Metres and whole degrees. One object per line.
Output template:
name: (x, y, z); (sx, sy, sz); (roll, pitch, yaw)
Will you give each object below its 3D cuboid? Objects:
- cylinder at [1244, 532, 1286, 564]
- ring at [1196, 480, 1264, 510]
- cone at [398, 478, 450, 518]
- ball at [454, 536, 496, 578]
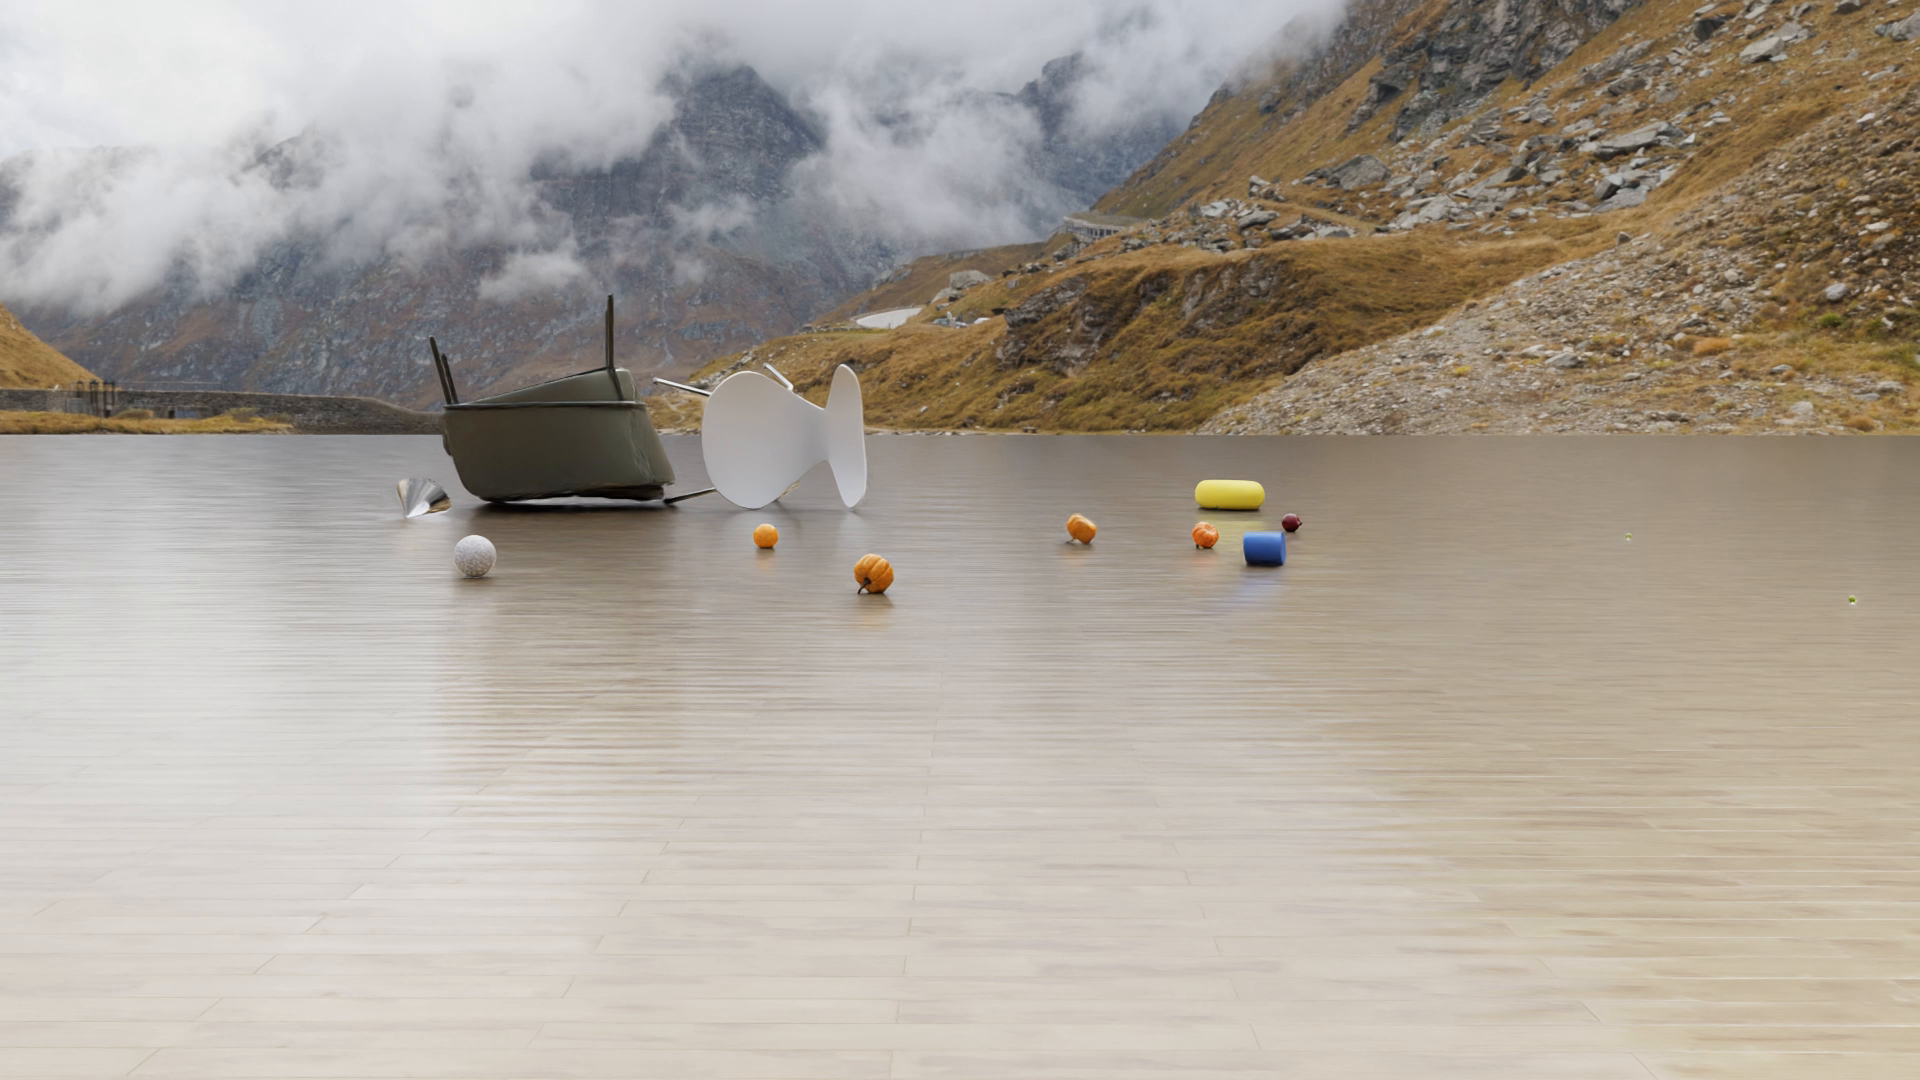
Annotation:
cylinder: (0.780, 0.022, 5.626); (0.093, 0.068, 0.102); (1, -32, 18)
ring: (1.015, -0.170, 8.280); (0.235, 0.105, 0.405); (0, 3, -13)
cone: (-1.928, -0.118, 7.783); (0.202, 0.119, 0.215); (24, 21, -6)
ball: (-1.157, 0.039, 5.245); (0.101, 0.101, 0.101); (0, 4, 0)
